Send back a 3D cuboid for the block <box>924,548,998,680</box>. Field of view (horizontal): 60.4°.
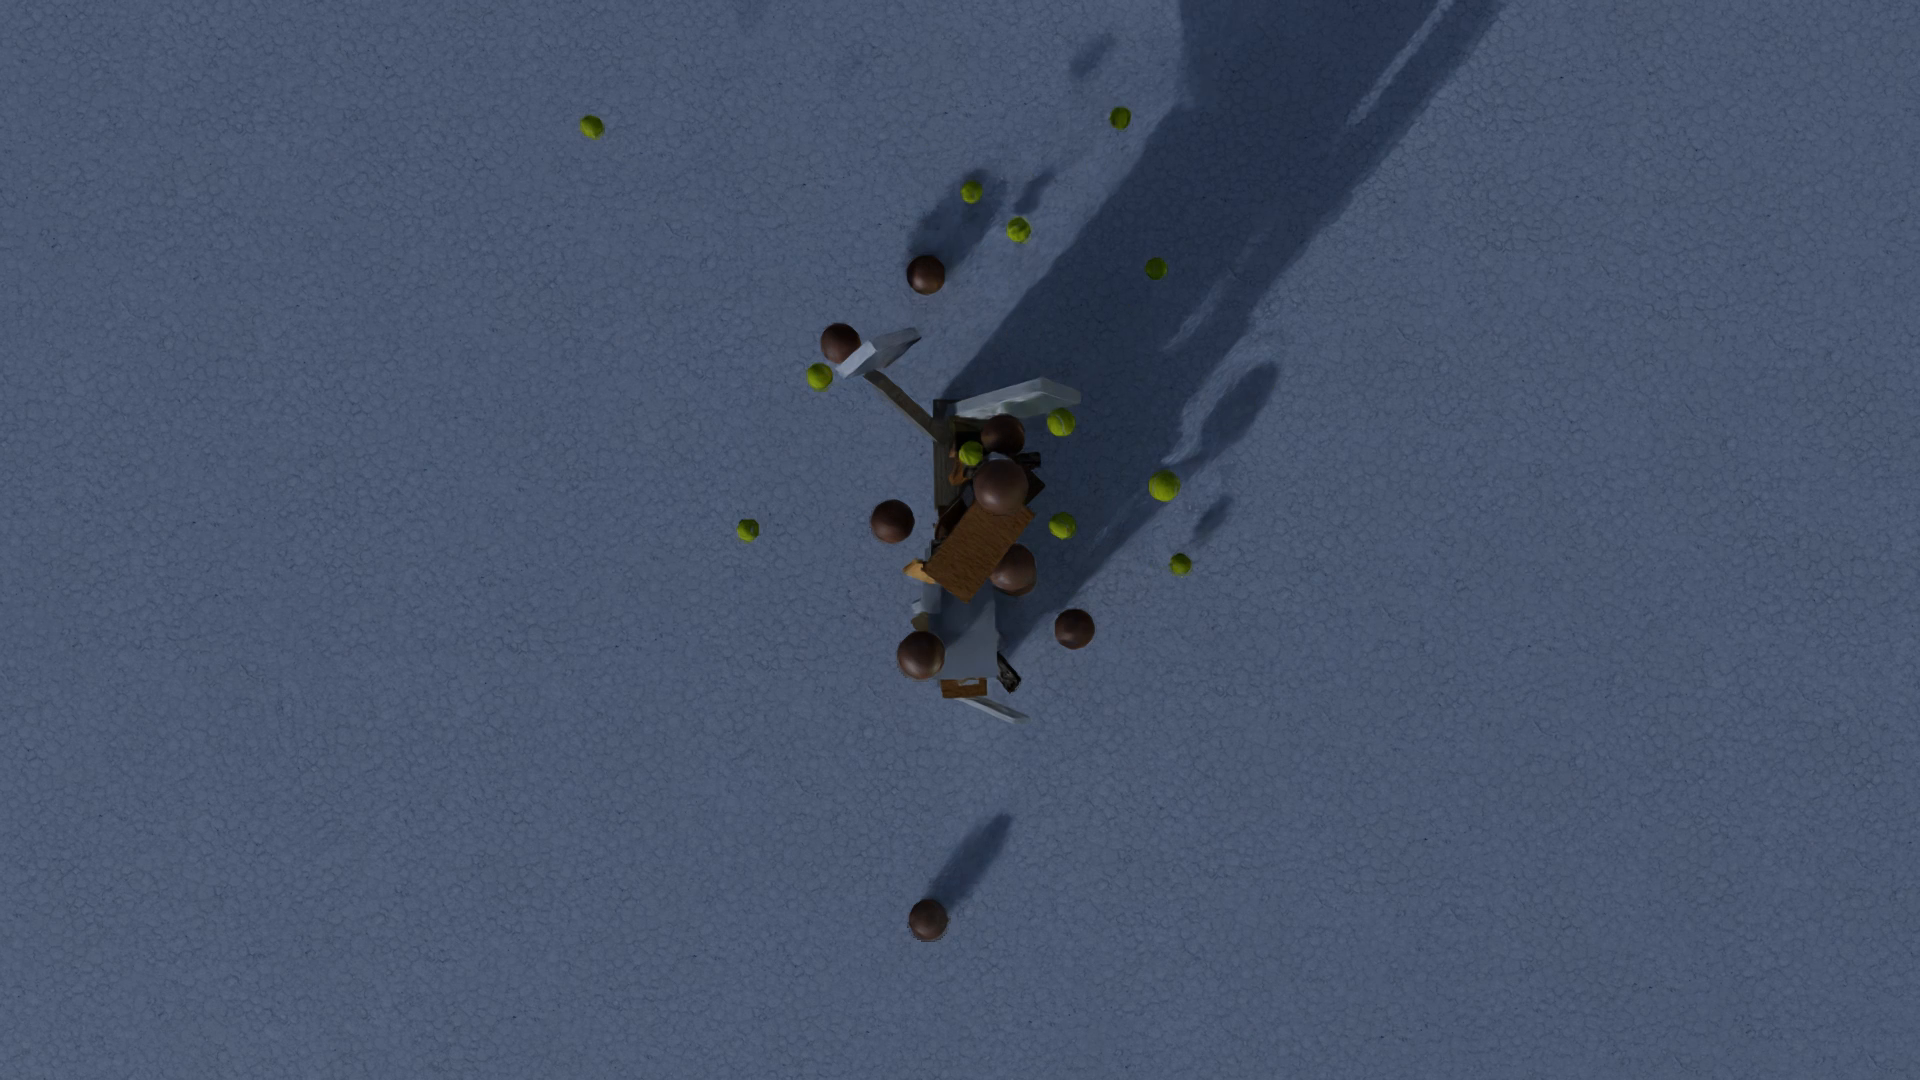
[{"bbox_3d":[0.004,0.198,4.507,0.180,0.051,0.359,-4,88,0],"label":"block"}]

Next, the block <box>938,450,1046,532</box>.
[{"bbox_3d":[0.088,-0.101,4.596,0.284,0.040,0.142,-45,96,-1],"label":"block"}]

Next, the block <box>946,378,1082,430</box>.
[{"bbox_3d":[0.151,-0.399,4.862,0.143,0.487,0.041,16,76,-31],"label":"block"}]

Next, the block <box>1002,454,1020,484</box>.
[{"bbox_3d":[0.114,-0.187,4.521,0.060,0.120,0.017,43,130,-3],"label":"block"}]

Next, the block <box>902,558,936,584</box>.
[{"bbox_3d":[-0.094,0.083,4.353,0.054,0.107,0.015,-39,49,28],"label":"block"}]

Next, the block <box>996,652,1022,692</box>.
[{"bbox_3d":[0.139,0.421,5.274,0.127,0.018,0.063,50,131,24],"label":"block"}]

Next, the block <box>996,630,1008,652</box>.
[{"bbox_3d":[0.044,0.326,4.714,0.180,0.359,0.051,-30,87,-2],"label":"block"}]

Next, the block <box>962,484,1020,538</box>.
[{"bbox_3d":[0.087,-0.080,4.383,0.143,0.384,0.041,28,95,-6],"label":"block"}]

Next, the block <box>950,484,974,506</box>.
[{"bbox_3d":[0.046,-0.124,5.009,0.088,0.175,0.025,10,68,-23],"label":"block"}]

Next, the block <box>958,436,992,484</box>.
[{"bbox_3d":[0.074,-0.211,4.918,0.088,0.025,0.176,-28,93,-18],"label":"block"}]

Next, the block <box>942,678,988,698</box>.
[{"bbox_3d":[0.007,0.351,5.194,0.143,0.040,0.285,-3,90,0],"label":"block"}]

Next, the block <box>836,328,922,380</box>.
[{"bbox_3d":[-0.238,-0.552,4.863,0.143,0.286,0.041,-38,86,29],"label":"block"}]

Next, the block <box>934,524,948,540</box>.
[{"bbox_3d":[0.000,-0.017,4.779,0.142,0.315,0.040,-3,85,0],"label":"block"}]

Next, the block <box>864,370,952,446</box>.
[{"bbox_3d":[-0.158,-0.403,4.980,0.286,0.143,0.041,41,89,-26],"label":"block"}]

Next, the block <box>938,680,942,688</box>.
[{"bbox_3d":[0.000,0.447,5.357,0.143,0.285,0.040,-1,90,0],"label":"block"}]

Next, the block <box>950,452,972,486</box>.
[{"bbox_3d":[0.021,-0.225,5.011,0.088,0.176,0.025,-16,69,-13],"label":"block"}]

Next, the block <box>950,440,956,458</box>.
[{"bbox_3d":[0.005,-0.284,5.046,0.059,0.118,0.017,9,66,-5],"label":"block"}]

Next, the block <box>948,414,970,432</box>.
[{"bbox_3d":[-0.002,-0.352,5.046,0.059,0.118,0.017,10,76,0],"label":"block"}]

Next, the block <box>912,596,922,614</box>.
[{"bbox_3d":[-0.057,0.179,5.064,0.122,0.244,0.035,-8,97,15],"label":"block"}]

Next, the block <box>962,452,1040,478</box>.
[{"bbox_3d":[0.117,-0.215,4.768,0.142,0.284,0.040,-1,86,-17],"label":"block"}]

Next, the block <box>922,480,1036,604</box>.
[{"bbox_3d":[0.046,0.005,4.174,0.143,0.041,0.286,37,92,-6],"label":"block"}]

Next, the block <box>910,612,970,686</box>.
[{"bbox_3d":[-0.026,0.300,4.911,0.122,0.035,0.244,-39,89,-3],"label":"block"}]

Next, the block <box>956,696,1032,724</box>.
[{"bbox_3d":[0.100,0.536,5.281,0.063,0.453,0.018,0,96,-24],"label":"block"}]

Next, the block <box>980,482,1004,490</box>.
[{"bbox_3d":[0.091,-0.154,4.513,0.060,0.122,0.017,42,114,-6],"label":"block"}]

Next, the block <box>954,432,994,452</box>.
[{"bbox_3d":[0.044,-0.296,4.983,0.118,0.017,0.059,-2,89,-19],"label":"block"}]

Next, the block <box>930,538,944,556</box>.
[{"bbox_3d":[-0.003,0.028,4.338,0.143,0.286,0.041,-8,84,-3],"label":"block"}]

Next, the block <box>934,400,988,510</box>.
[{"bbox_3d":[0.004,-0.264,5.129,0.171,0.049,0.343,0,90,0],"label":"block"}]

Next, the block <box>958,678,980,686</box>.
[{"bbox_3d":[0.024,0.431,5.109,0.063,0.127,0.018,-6,94,-2],"label":"block"}]

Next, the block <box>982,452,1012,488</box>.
[{"bbox_3d":[0.101,-0.190,4.479,0.060,0.120,0.017,23,130,-6],"label":"block"}]

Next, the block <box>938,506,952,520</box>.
[{"bbox_3d":[0.003,0.029,4.957,0.134,0.038,0.268,0,90,0],"label":"block"}]

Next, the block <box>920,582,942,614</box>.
[{"bbox_3d":[-0.076,0.144,4.475,0.054,0.015,0.107,6,88,-1],"label":"block"}]
